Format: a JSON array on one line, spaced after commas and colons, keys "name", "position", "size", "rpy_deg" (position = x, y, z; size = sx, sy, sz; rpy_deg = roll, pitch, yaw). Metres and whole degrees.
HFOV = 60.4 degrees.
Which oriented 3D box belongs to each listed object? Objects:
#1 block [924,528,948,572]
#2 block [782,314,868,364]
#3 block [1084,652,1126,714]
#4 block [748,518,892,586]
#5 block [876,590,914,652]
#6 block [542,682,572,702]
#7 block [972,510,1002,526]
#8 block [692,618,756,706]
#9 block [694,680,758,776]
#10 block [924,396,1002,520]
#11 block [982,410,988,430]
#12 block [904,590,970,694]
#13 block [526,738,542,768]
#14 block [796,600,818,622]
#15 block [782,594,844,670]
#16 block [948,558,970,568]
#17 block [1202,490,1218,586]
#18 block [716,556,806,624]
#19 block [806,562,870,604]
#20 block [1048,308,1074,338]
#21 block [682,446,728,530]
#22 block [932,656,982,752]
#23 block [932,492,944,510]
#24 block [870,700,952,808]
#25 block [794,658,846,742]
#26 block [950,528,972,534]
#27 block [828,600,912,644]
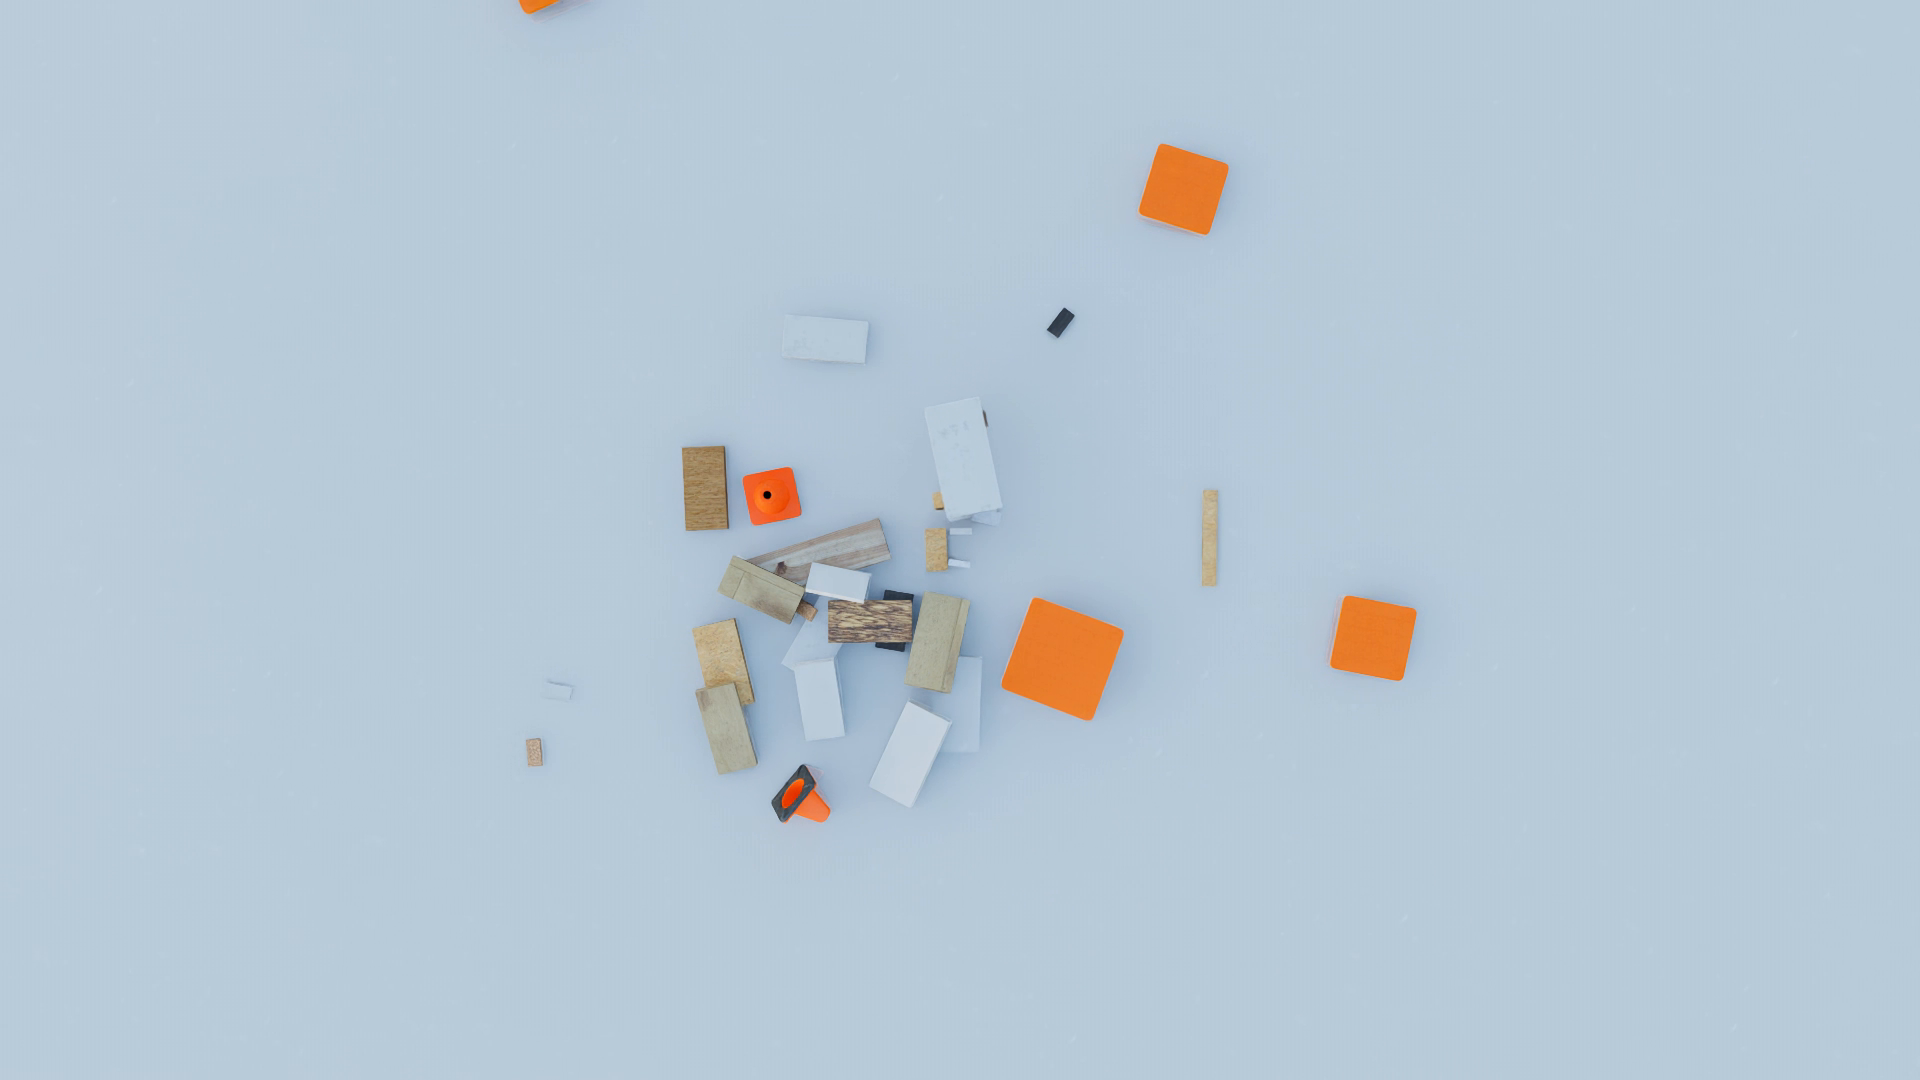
[{"name": "block", "position": [-0.079, 0.033, 5.490], "size": [0.072, 0.020, 0.143], "rpy_deg": [-3, 90, 0]}, {"name": "block", "position": [-0.448, -0.667, 5.480], "size": [0.275, 0.039, 0.138], "rpy_deg": [5, 90, 0]}, {"name": "block", "position": [0.484, 0.476, 5.486], "size": [0.097, 0.028, 0.194], "rpy_deg": [-12, 90, 0]}, {"name": "block", "position": [-0.478, 0.067, 5.480], "size": [0.480, 0.041, 0.143], "rpy_deg": [-18, 90, 0]}, {"name": "block", "position": [-0.218, 0.268, 5.486], "size": [0.097, 0.028, 0.194], "rpy_deg": [10, 90, 0]}, {"name": "block", "position": [-1.341, 0.505, 5.494], "size": [0.091, 0.013, 0.045], "rpy_deg": [11, 90, 0]}, {"name": "block", "position": [0.088, -0.077, 5.493], "size": [0.094, 0.013, 0.047], "rpy_deg": [13, 90, 0]}, {"name": "block", "position": [-0.785, 0.416, 5.480], "size": [0.143, 0.041, 0.286], "rpy_deg": [-14, 90, 0]}, {"name": "block", "position": [-0.771, 0.621, 5.452], "size": [0.131, 0.037, 0.294], "rpy_deg": [-14, 102, 0]}, {"name": "block", "position": [0.010, -0.254, 5.124], "size": [0.175, 0.050, 0.351], "rpy_deg": [-12, 90, 0]}, {"name": "block", "position": [-0.003, -0.365, 5.324], "size": [0.176, 0.351, 0.050], "rpy_deg": [-10, 90, 0]}, {"name": "block", "position": [-0.075, 0.338, 5.443], "size": [0.157, 0.044, 0.313], "rpy_deg": [12, 78, 2]}, {"name": "block", "position": [-1.418, 0.709, 5.494], "size": [0.045, 0.013, 0.091], "rpy_deg": [-5, 90, 0]}, {"name": "block", "position": [-0.513, 0.232, 5.467], "size": [0.091, 0.013, 0.045], "rpy_deg": [30, 90, 39]}, {"name": "block", "position": [-0.459, 0.320, 5.480], "size": [0.143, 0.041, 0.286], "rpy_deg": [30, 90, 0]}, {"name": "block", "position": [-0.001, 0.077, 5.428], "size": [0.072, 0.143, 0.020], "rpy_deg": [9, 90, 0]}, {"name": "block", "position": [0.831, -0.005, 5.493], "size": [0.047, 0.013, 0.321], "rpy_deg": [1, 90, 0]}, {"name": "block", "position": [-0.654, 0.165, 5.441], "size": [0.263, 0.037, 0.131], "rpy_deg": [24, 90, 0]}, {"name": "block", "position": [-0.402, 0.141, 5.425], "size": [0.194, 0.028, 0.097], "rpy_deg": [12, 63, 0]}, {"name": "block", "position": [0.336, -0.724, 5.493], "size": [0.047, 0.013, 0.094], "rpy_deg": [37, 90, 0]}, {"name": "block", "position": [-0.846, -0.171, 5.480], "size": [0.138, 0.039, 0.275], "rpy_deg": [-3, 90, 0]}, {"name": "block", "position": [-0.012, 0.544, 5.478], "size": [0.157, 0.044, 0.313], "rpy_deg": [2, 90, 0]}, {"name": "block", "position": [0.003, -0.135, 5.324], "size": [0.176, 0.351, 0.050], "rpy_deg": [-7, 90, 0]}, {"name": "block", "position": [-0.163, 0.706, 5.448], "size": [0.157, 0.044, 0.313], "rpy_deg": [26, 95, 12]}, {"name": "block", "position": [-0.464, 0.527, 5.452], "size": [0.131, 0.037, 0.263], "rpy_deg": [-8, 103, 0]}, {"name": "block", "position": [0.003, -0.029, 5.428], "size": [0.072, 0.143, 0.020], "rpy_deg": [0, 90, 0]}, {"name": "block", "position": [-0.297, 0.268, 5.443], "size": [0.275, 0.039, 0.138], "rpy_deg": [0, 92, -4]}]
